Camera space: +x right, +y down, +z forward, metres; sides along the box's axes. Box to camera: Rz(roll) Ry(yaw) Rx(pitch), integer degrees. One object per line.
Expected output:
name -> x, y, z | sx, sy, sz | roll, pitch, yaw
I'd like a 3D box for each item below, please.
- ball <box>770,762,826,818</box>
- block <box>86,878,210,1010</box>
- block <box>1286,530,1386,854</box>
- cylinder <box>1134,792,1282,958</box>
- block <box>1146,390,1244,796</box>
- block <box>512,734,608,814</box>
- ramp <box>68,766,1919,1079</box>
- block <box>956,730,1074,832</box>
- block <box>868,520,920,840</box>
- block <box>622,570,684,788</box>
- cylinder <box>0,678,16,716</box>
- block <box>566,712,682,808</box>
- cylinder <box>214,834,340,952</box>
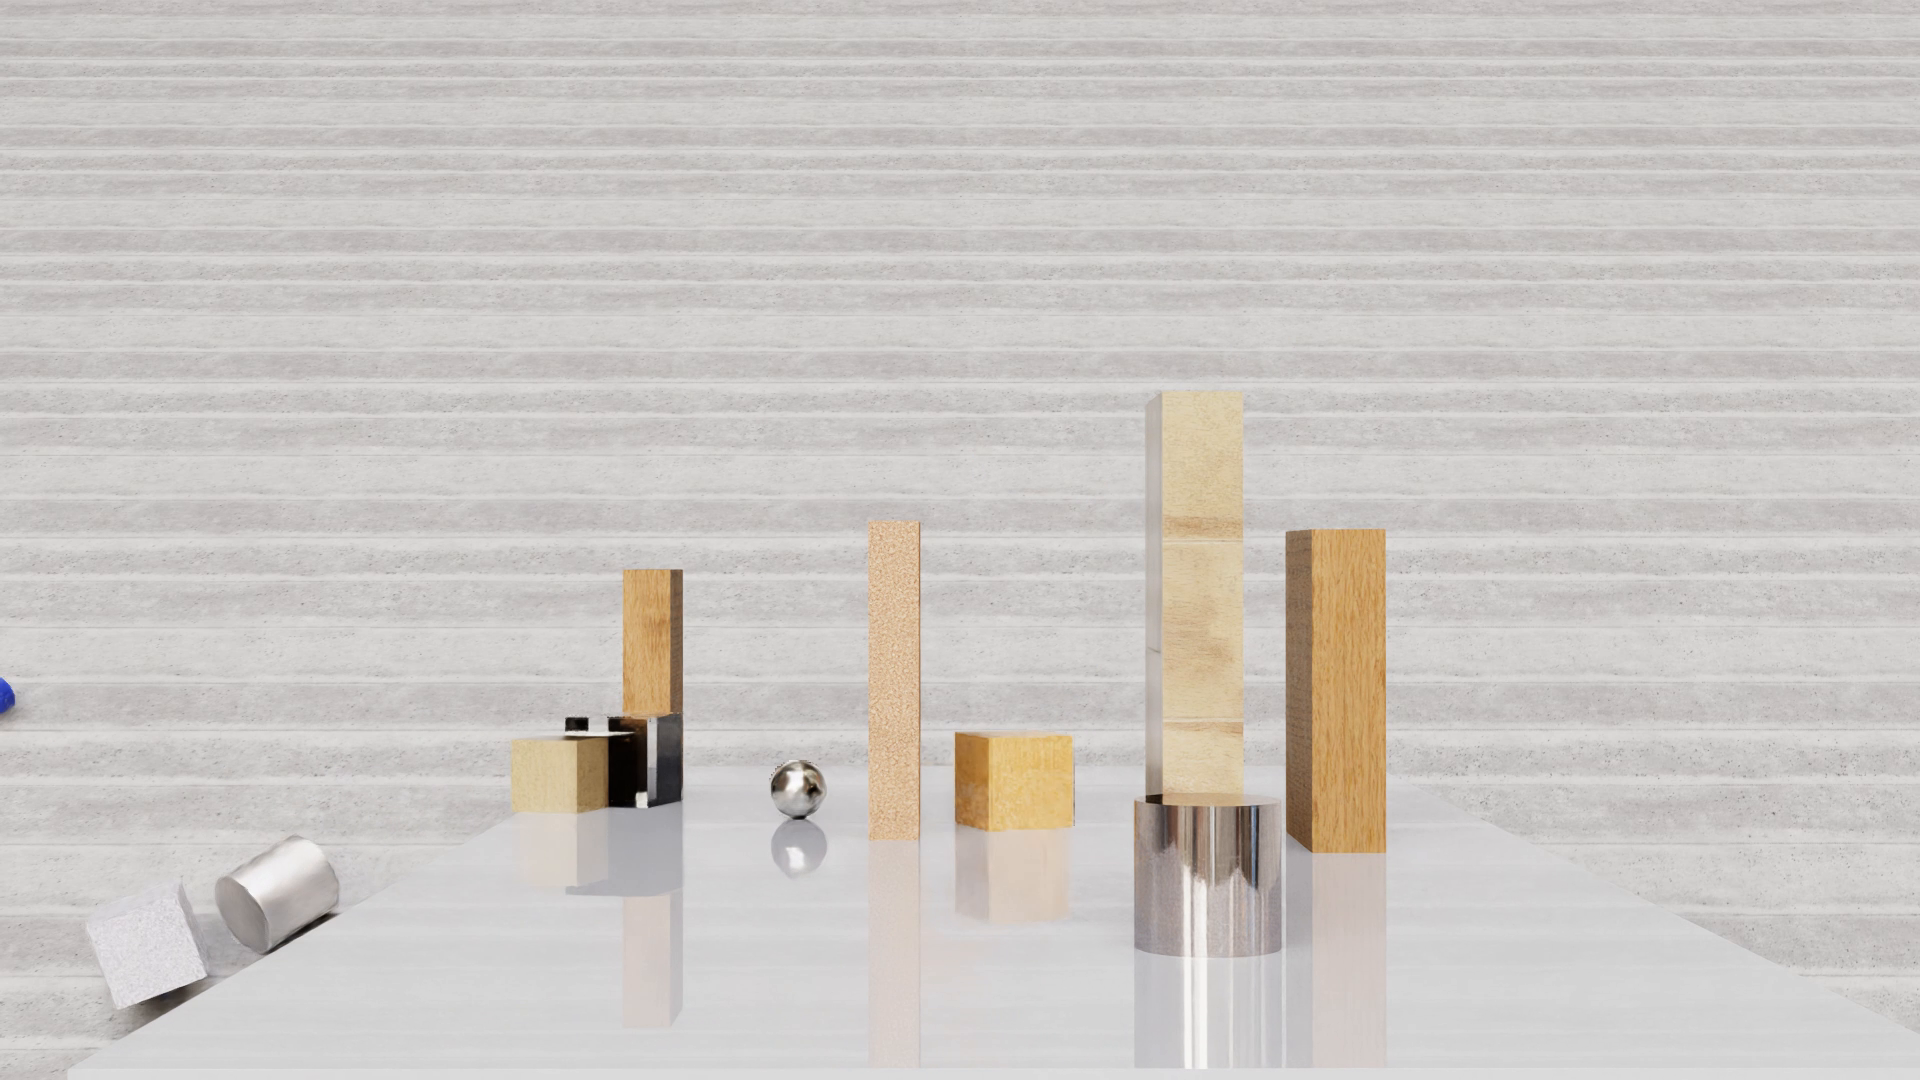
ball -> -0.333, 0.515, 5.341 | 0.117, 0.117, 0.117 | 0, 31, 0
block -> -1.875, 0.931, 5.992 | 0.207, 0.207, 0.207 | -20, 7, -13
block -> 0.705, 0.275, 4.882 | 0.134, 0.587, 0.379 | 0, 0, 0
cylinder -> 0.340, 0.457, 3.552 | 0.202, 0.202, 0.202 | 0, 0, 0
block -> 0.343, 0.175, 3.826 | 0.114, 0.769, 0.342 | 0, 0, 0
block -> -0.854, 0.499, 5.528 | 0.152, 0.152, 0.152 | 0, -1, 18
ramp -> 0.070, 0.618, 4.697 | 2.000, 0.100, 4.000 | 0, 0, 0
block -> 0.108, 0.480, 5.195 | 0.182, 0.182, 0.182 | 0, -1, -20
block -> -0.126, 0.268, 5.041 | 0.095, 0.606, 0.260 | 0, 0, 0
block -> -0.700, 0.323, 5.915 | 0.106, 0.511, 0.270 | 0, 0, 0
cylinder -> -2.634, 0.436, 6.999 | 0.108, 0.108, 0.108 | 16, 34, 24
block -> -0.735, 0.480, 5.673 | 0.191, 0.191, 0.191 | 0, -1, 17
cylinder -> -1.640, 0.849, 6.223 | 0.207, 0.207, 0.207 | 22, 38, 32
